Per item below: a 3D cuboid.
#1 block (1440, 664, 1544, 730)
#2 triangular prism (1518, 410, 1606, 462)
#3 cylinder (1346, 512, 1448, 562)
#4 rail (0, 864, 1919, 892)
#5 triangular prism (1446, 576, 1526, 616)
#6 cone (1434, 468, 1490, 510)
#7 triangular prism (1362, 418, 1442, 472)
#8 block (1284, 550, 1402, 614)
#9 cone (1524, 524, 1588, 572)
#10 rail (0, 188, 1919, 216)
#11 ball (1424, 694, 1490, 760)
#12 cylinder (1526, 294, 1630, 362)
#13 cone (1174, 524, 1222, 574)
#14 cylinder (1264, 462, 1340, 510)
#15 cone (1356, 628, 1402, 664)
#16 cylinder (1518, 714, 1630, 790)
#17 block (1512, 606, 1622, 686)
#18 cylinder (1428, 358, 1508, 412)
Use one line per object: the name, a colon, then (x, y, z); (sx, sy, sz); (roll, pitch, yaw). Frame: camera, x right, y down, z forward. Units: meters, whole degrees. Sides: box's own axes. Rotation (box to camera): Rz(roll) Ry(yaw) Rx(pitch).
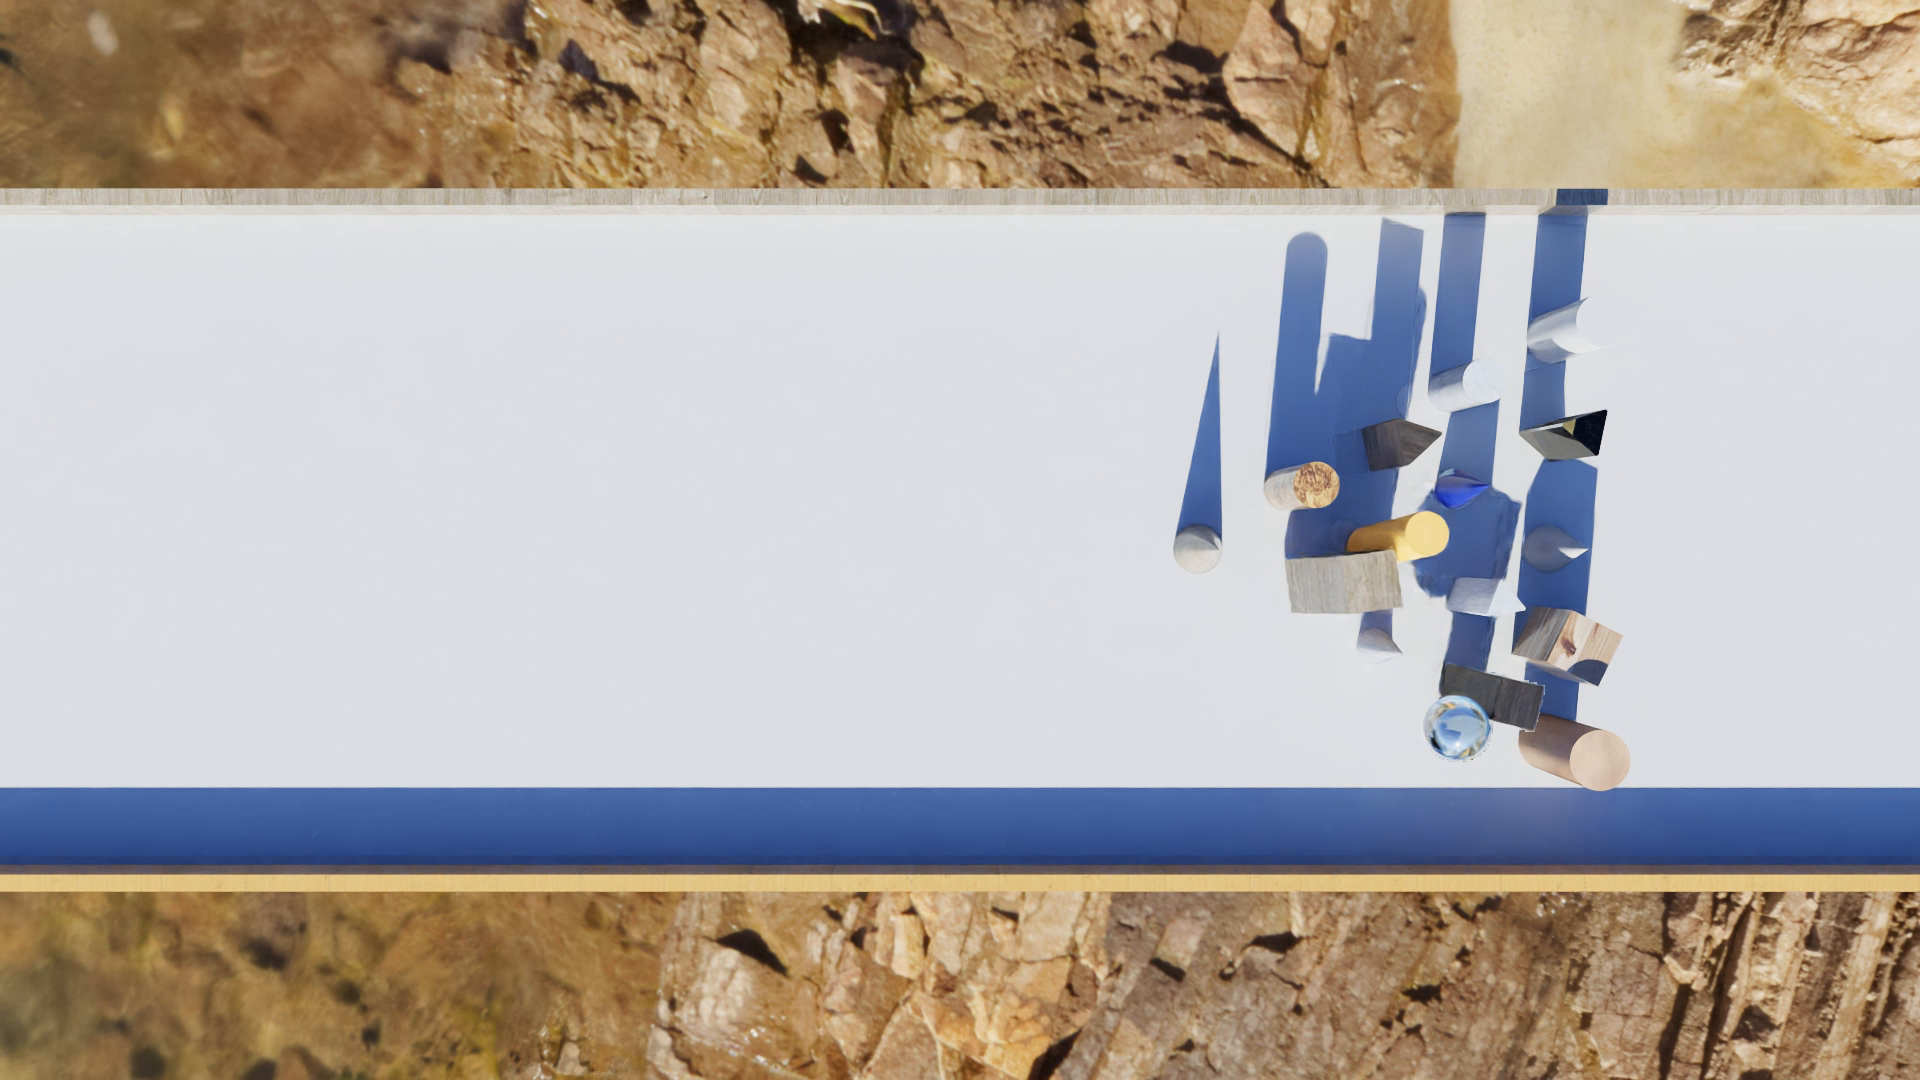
block: (1.572, 0.462, 4.897); (0.129, 0.340, 0.129); (14, 90, -10)
triangular prism: (1.808, -0.328, 4.892); (0.134, 0.369, 0.116); (42, 90, 0)
cylinder: (1.279, 0.003, 4.843); (0.127, 0.453, 0.127); (1, 85, -7)
rail: (-2.247, 1.025, 5.001); (12.000, 0.150, 0.050); (0, 90, 0)
triangular prism: (1.541, 0.158, 4.874); (0.109, 0.406, 0.094); (-9, 90, 0)
cone: (1.524, -0.158, 4.907); (0.126, 0.338, 0.126); (0, 90, 0)
triangular prism: (1.277, -0.300, 4.874); (0.136, 0.404, 0.117); (-42, 90, 0)
block: (1.124, 0.125, 4.861); (0.165, 0.404, 0.165); (-7, 90, -12)
cone: (1.809, 0.026, 4.913); (0.146, 0.327, 0.146); (0, 90, 0)
rail: (-2.247, -1.025, 5.002); (12.000, 0.150, 0.050); (0, 90, 0)
ball: (1.428, 0.538, 4.744); (0.185, 0.185, 0.185); (0, 90, 0)
cylinder: (1.820, -0.622, 4.871); (0.154, 0.411, 0.154); (0, 90, 0)
cone: (0.732, 0.028, 4.864); (0.152, 0.425, 0.152); (0, 90, 0)
cylinder: (0.998, -0.155, 4.849); (0.130, 0.456, 0.130); (0, 90, 0)
cone: (1.276, 0.328, 4.911); (0.111, 0.332, 0.111); (0, 90, 0)
cylinder: (1.804, 0.621, 4.861); (0.172, 0.430, 0.172); (0, 90, 0)
block: (1.807, 0.314, 4.922); (0.165, 0.310, 0.165); (26, 90, 0)
cylinder: (1.504, -0.456, 4.898); (0.129, 0.356, 0.129); (0, 90, 0)
